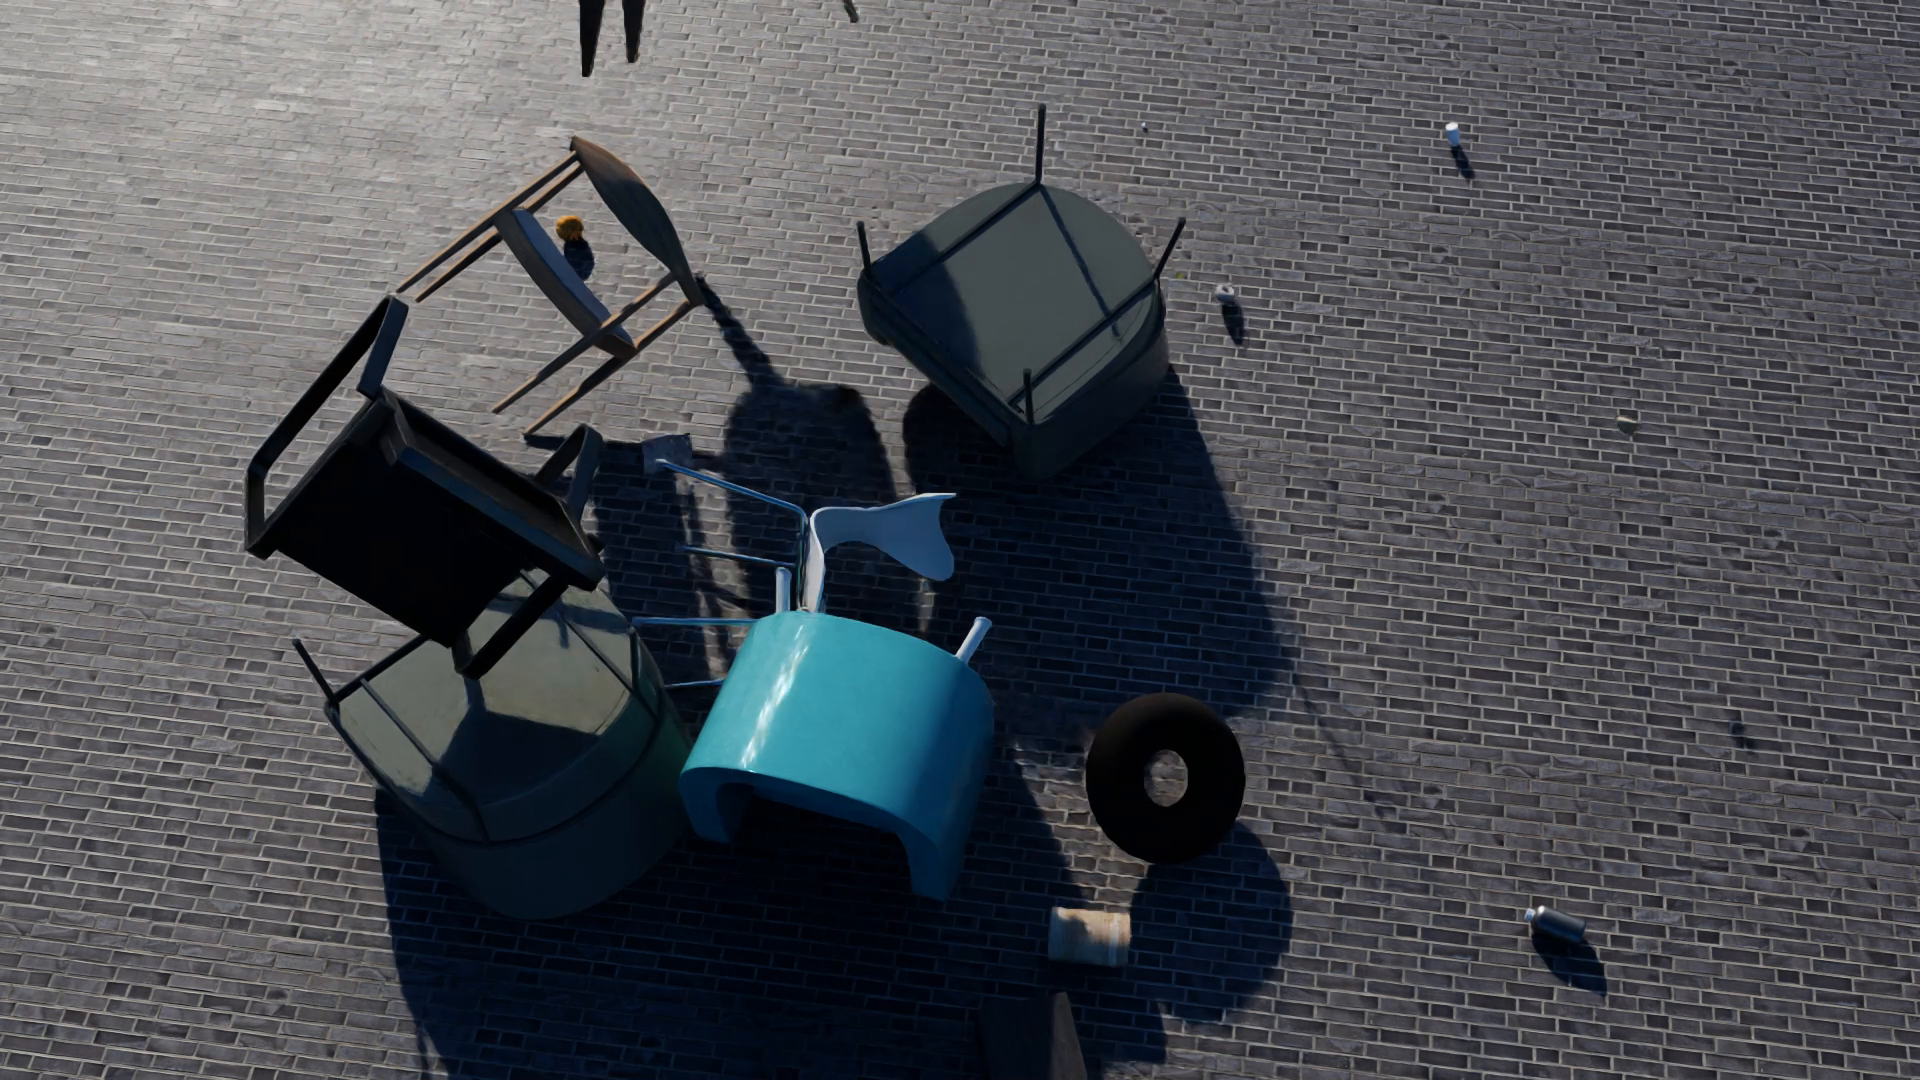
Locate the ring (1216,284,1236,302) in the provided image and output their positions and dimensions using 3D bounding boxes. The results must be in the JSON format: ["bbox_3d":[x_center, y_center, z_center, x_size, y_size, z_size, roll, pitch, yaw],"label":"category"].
[{"bbox_3d":[0.852,-0.791,7.061,0.067,0.032,0.111,28,27,3],"label":"ring"}]

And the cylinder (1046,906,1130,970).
[{"bbox_3d":[0.338,1.047,5.788,0.211,0.129,0.168,5,27,3],"label":"cylinder"}]

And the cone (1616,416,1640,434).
[{"bbox_3d":[1.931,-0.331,6.306,0.074,0.060,0.042,30,76,-21],"label":"cone"}]

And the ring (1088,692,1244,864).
[{"bbox_3d":[0.557,0.642,5.942,0.459,0.159,0.463,-32,97,-20],"label":"ring"}]

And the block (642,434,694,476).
[{"bbox_3d":[-0.828,-0.241,6.232,0.112,0.079,0.096,-10,82,29],"label":"block"}]

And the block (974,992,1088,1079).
[{"bbox_3d":[0.185,1.340,5.573,0.238,0.169,0.301,-10,57,-7],"label":"block"}]
